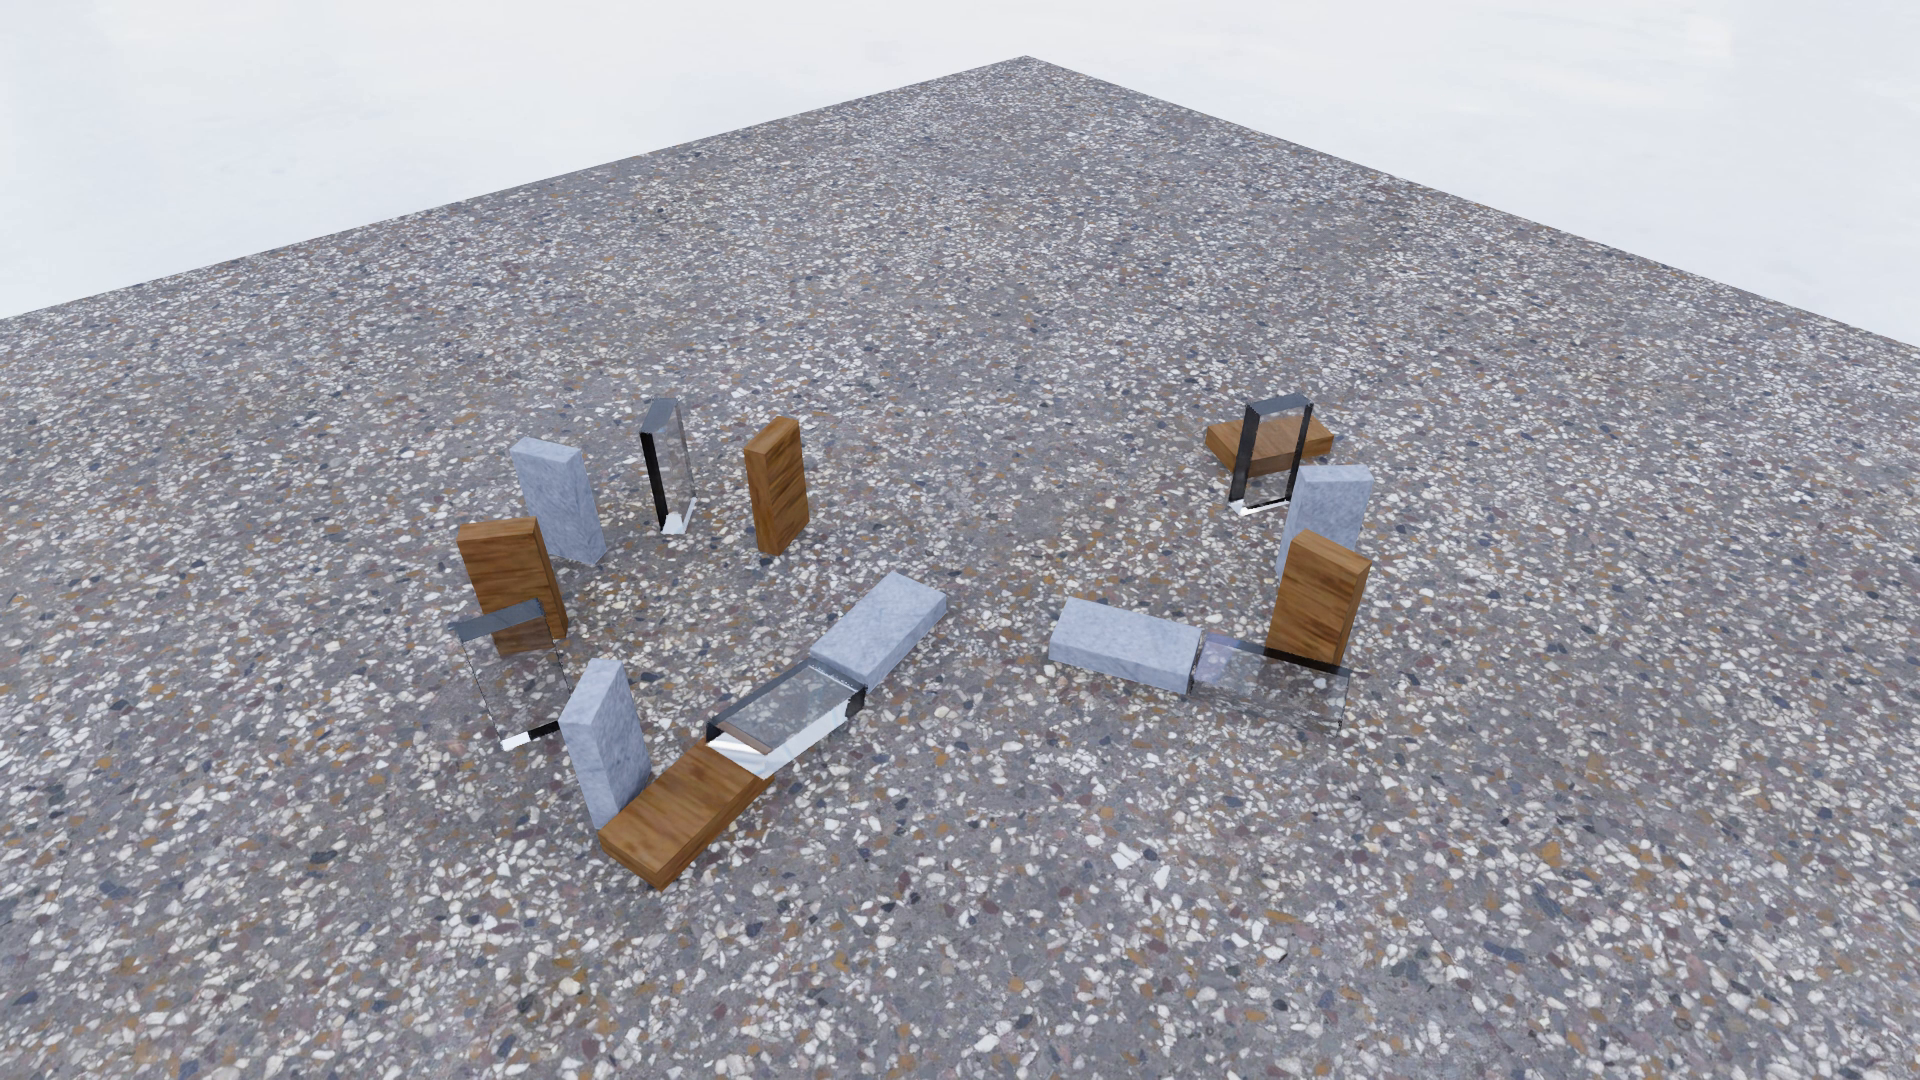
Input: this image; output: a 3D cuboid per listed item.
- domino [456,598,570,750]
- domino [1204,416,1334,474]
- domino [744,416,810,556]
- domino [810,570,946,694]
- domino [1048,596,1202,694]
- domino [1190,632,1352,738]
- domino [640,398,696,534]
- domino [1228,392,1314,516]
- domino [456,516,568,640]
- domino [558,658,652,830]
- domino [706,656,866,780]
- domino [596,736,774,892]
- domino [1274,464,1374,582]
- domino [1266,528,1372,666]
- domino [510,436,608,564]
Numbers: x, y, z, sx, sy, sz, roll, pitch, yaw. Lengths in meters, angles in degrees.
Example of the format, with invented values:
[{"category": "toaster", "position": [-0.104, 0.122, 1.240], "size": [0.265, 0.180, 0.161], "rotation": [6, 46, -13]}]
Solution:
[{"category": "domino", "position": [-0.143, 0.044, 0.358], "size": [0.025, 0.050, 0.010], "rotation": [-20, 43, -23]}, {"category": "domino", "position": [0.140, -0.046, 0.499], "size": [0.050, 0.009, 0.025], "rotation": [-12, 41, -14]}, {"category": "domino", "position": [-0.072, -0.021, 0.437], "size": [0.009, 0.050, 0.025], "rotation": [16, 42, 18]}, {"category": "domino", "position": [-0.029, 0.033, 0.403], "size": [0.025, 0.009, 0.050], "rotation": [22, 44, 25]}, {"category": "domino", "position": [0.060, 0.038, 0.398], "size": [0.050, 0.009, 0.025], "rotation": [13, 41, 16]}, {"category": "domino", "position": [0.108, 0.050, 0.383], "size": [0.050, 0.010, 0.025], "rotation": [14, 41, 17]}, {"category": "domino", "position": [-0.118, -0.030, 0.448], "size": [0.010, 0.050, 0.025], "rotation": [1, 39, 1]}, {"category": "domino", "position": [0.128, -0.035, 0.454], "size": [0.025, 0.050, 0.010], "rotation": [-14, 41, -16]}, {"category": "domino", "position": [-0.159, 0.015, 0.393], "size": [0.025, 0.050, 0.010], "rotation": [-6, 40, -8]}, {"category": "domino", "position": [-0.107, 0.063, 0.335], "size": [0.010, 0.050, 0.025], "rotation": [5, 40, 6]}, {"category": "domino", "position": [-0.057, 0.058, 0.364], "size": [0.025, 0.009, 0.050], "rotation": [24, 32, 26]}, {"category": "domino", "position": [-0.084, 0.083, 0.343], "size": [0.025, 0.010, 0.050], "rotation": [23, 45, 26]}, {"category": "domino", "position": [0.138, -0.005, 0.418], "size": [0.025, 0.050, 0.010], "rotation": [-1, 39, -1]}, {"category": "domino", "position": [0.124, 0.023, 0.383], "size": [0.025, 0.050, 0.010], "rotation": [32, 49, 33]}, {"category": "domino", "position": [-0.156, -0.015, 0.430], "size": [0.025, 0.050, 0.010], "rotation": [13, 41, 15]}]
